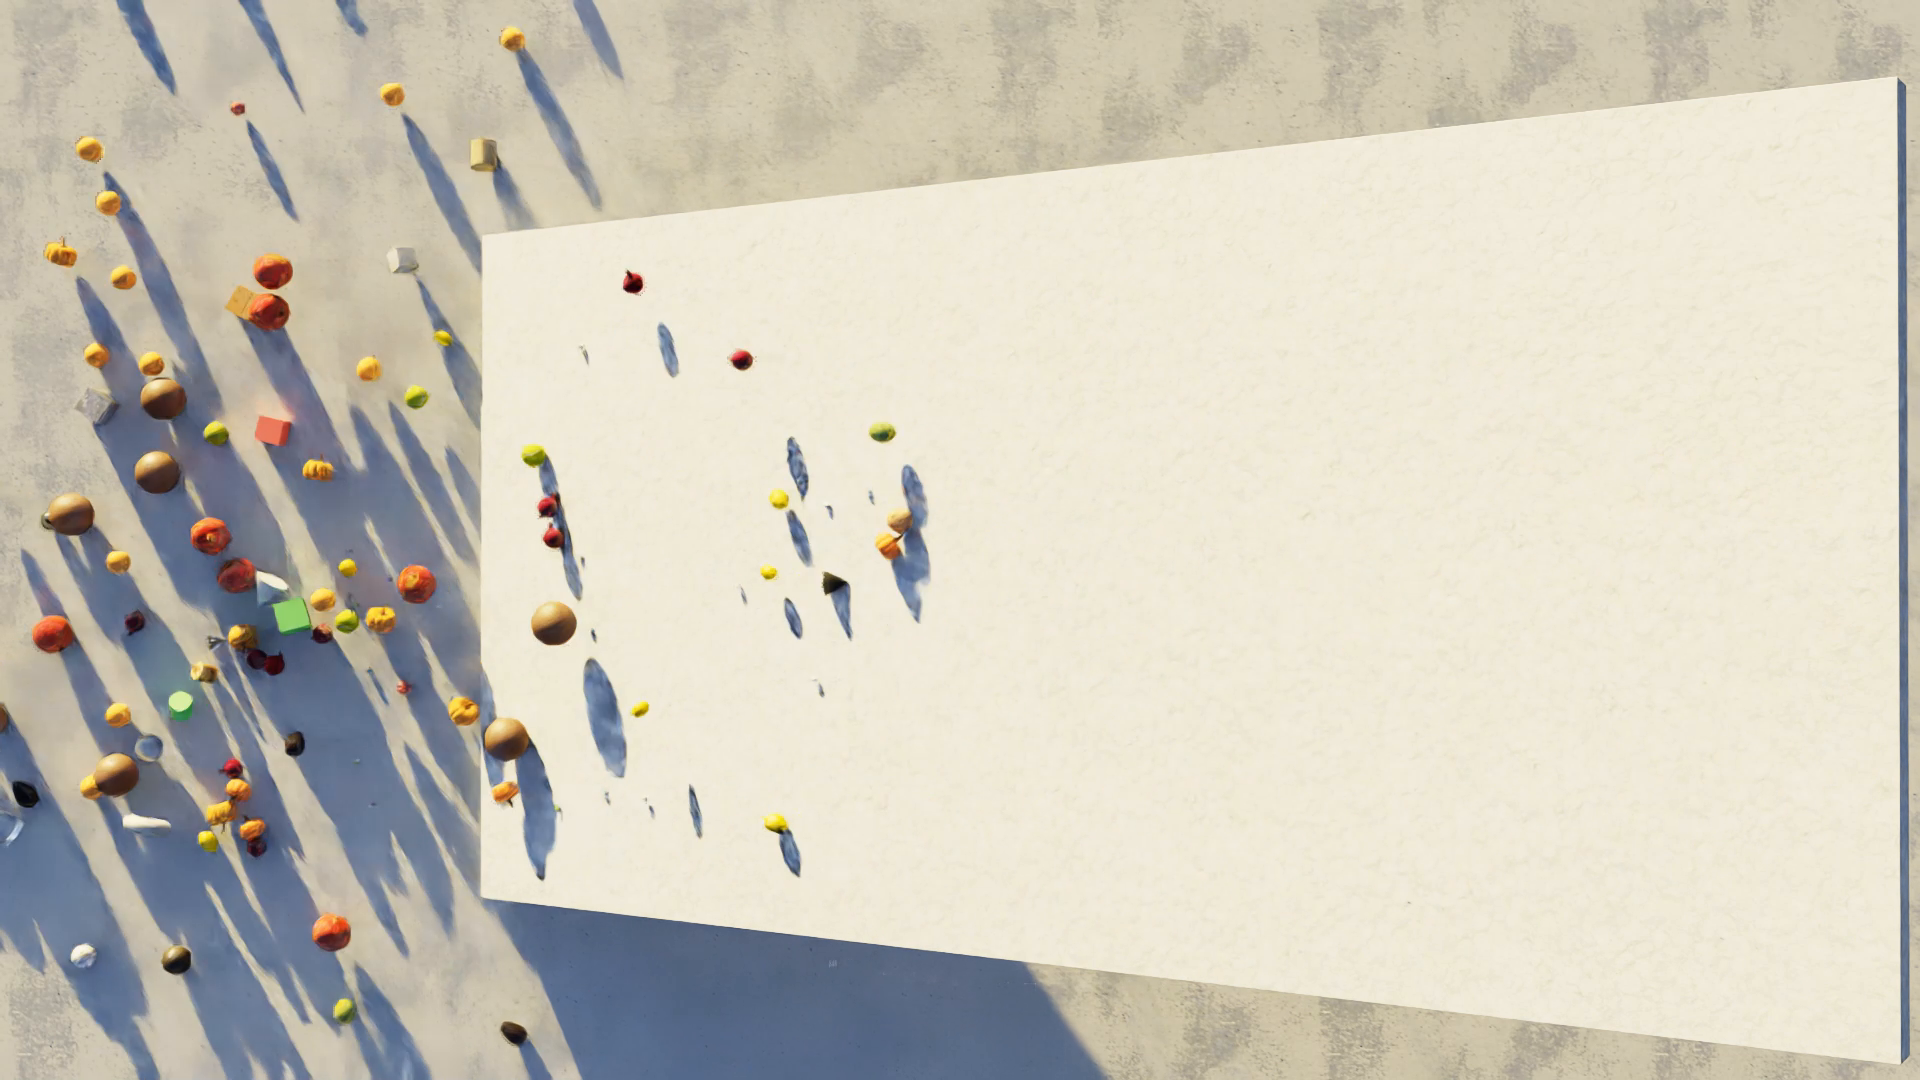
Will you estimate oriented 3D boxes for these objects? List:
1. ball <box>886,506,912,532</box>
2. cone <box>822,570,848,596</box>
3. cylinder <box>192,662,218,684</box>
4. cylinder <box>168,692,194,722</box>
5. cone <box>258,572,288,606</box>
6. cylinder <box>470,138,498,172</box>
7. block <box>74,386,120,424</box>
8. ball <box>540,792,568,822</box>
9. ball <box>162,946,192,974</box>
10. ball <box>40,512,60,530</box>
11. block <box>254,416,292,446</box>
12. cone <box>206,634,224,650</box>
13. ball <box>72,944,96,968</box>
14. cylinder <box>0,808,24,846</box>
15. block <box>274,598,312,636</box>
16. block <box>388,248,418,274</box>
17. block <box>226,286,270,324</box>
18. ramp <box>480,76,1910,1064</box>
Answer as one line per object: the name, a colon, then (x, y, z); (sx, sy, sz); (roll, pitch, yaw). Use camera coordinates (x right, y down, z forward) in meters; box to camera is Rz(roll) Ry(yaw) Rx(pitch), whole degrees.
ball: (-0.158, -0.053, 5.759); (0.069, 0.069, 0.069); (0, 90, 0)
cone: (-0.328, 0.114, 5.893); (0.067, 0.067, 0.067); (-2, 90, 7)
cylinder: (-2.296, 0.403, 6.683); (0.055, 0.055, 0.055); (-15, 64, 32)
cylinder: (-2.360, 0.505, 6.665); (0.066, 0.066, 0.066); (7, 55, -10)
cone: (-2.110, 0.164, 6.675); (0.100, 0.100, 0.100); (31, 99, 0)
cylinder: (-1.449, -1.171, 6.692); (0.080, 0.080, 0.080); (-2, 81, 0)
block: (-2.625, -0.409, 6.691); (0.080, 0.080, 0.080); (35, 90, 0)
ball: (-1.190, 0.783, 6.451); (0.085, 0.085, 0.085); (0, 90, 0)
ball: (-2.377, 1.275, 6.673); (0.087, 0.087, 0.087); (0, 90, 0)
ball: (-2.774, -0.059, 6.701); (0.054, 0.054, 0.054); (0, 90, 0)
block: (-2.092, -0.332, 6.693); (0.075, 0.075, 0.075); (13, 90, 0)
cone: (-2.268, 0.309, 6.714); (0.050, 0.050, 0.050); (-13, 89, -27)
ball: (-2.662, 1.265, 6.681); (0.072, 0.072, 0.072); (0, 90, 0)
cylinder: (-2.908, 0.868, 6.673); (0.088, 0.088, 0.088); (30, 90, -1)
block: (-2.017, 0.231, 6.650); (0.087, 0.087, 0.087); (-16, 83, -13)
block: (-1.694, -0.848, 6.682); (0.062, 0.062, 0.062); (-7, 77, -41)
block: (-2.165, -0.715, 6.689); (0.082, 0.082, 0.082); (30, 90, 5)
ramp: (0.255, 0.070, 5.589); (4.000, 0.100, 2.000); (0, 89, 33)
